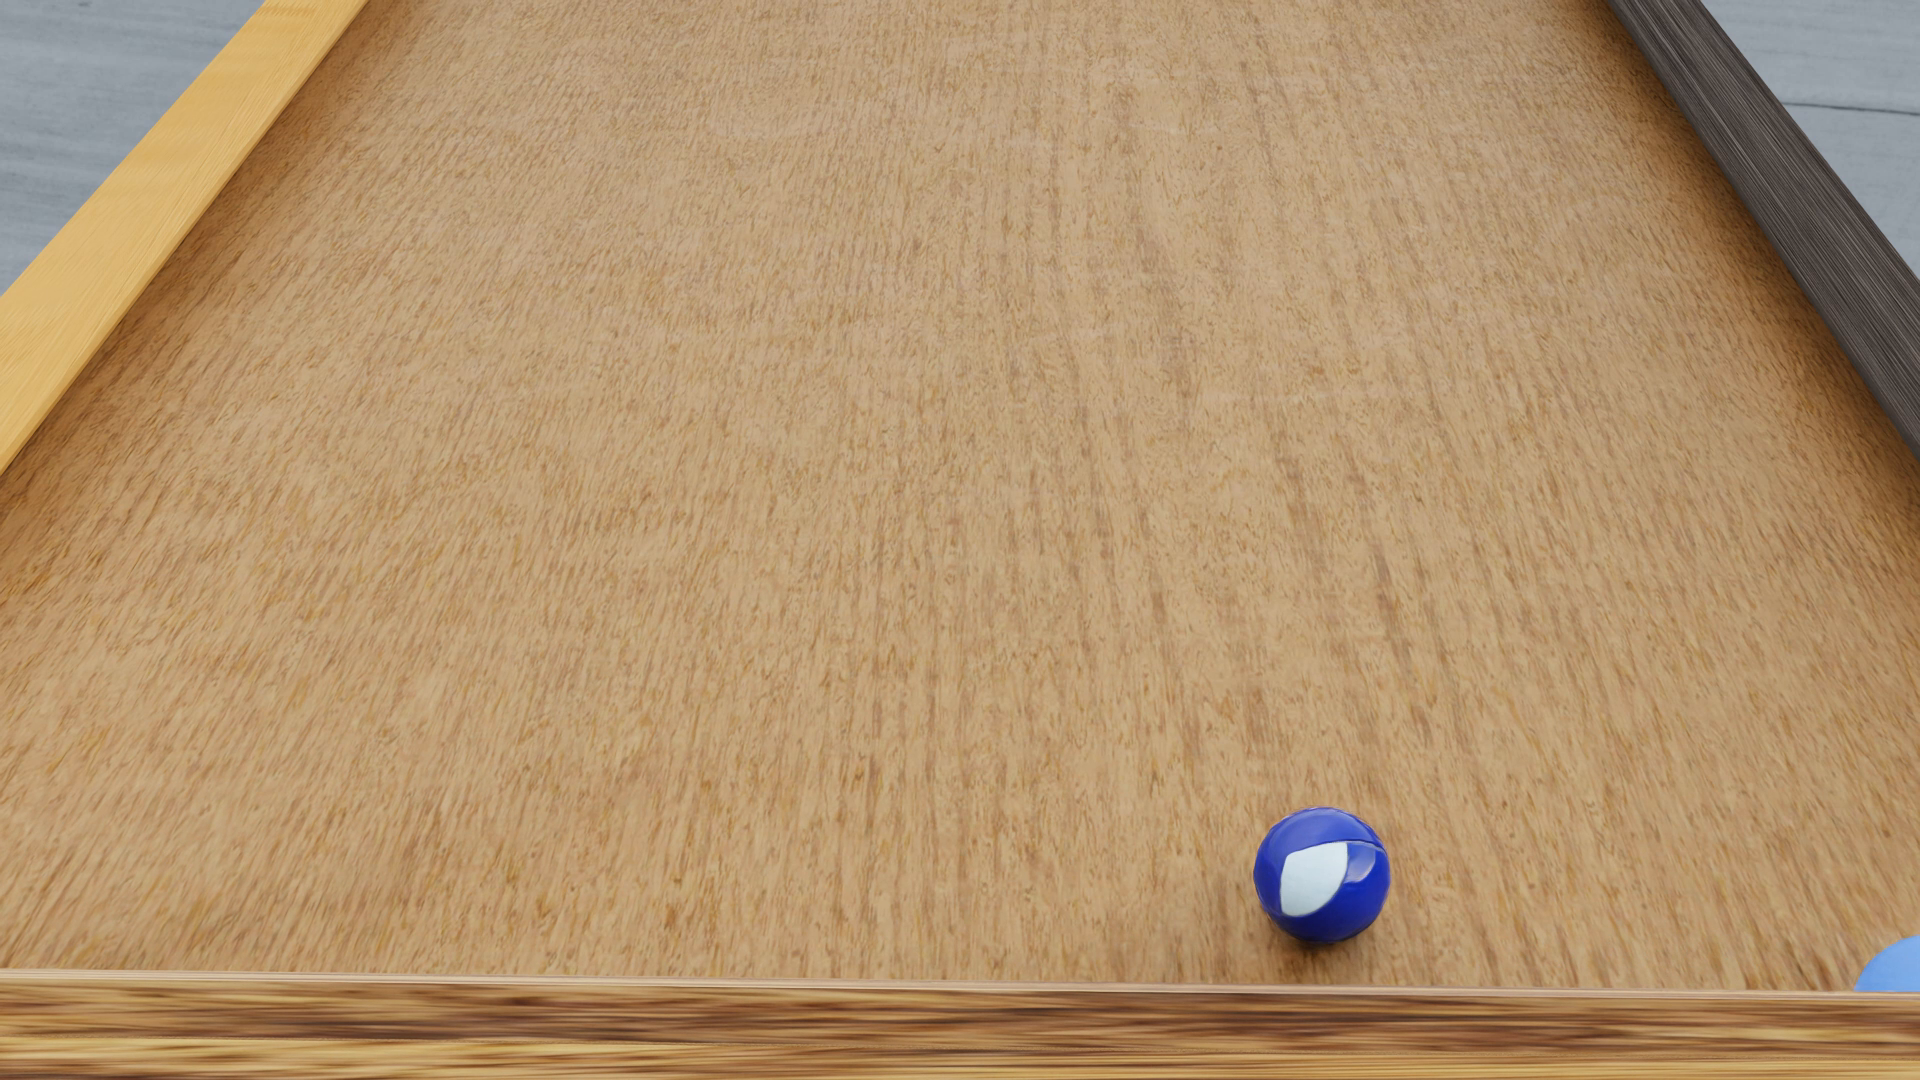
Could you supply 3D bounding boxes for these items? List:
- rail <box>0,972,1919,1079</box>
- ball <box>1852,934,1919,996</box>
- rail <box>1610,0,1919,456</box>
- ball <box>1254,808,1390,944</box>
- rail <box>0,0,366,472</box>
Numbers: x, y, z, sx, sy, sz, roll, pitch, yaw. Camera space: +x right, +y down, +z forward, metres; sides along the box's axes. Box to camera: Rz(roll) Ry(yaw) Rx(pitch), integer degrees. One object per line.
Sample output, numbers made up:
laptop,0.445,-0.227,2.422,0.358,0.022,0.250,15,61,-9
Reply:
rail,-0.013,0.243,1.373,1.396,0.116,0.045,1,25,1
ball,0.477,0.234,1.428,0.086,0.086,0.086,0,25,0
rail,0.688,-0.287,2.491,0.045,0.116,2.551,1,25,1
ball,0.192,0.178,1.563,0.072,0.072,0.072,0,25,0
rail,-0.661,-0.299,2.517,0.045,0.116,2.551,1,25,1
